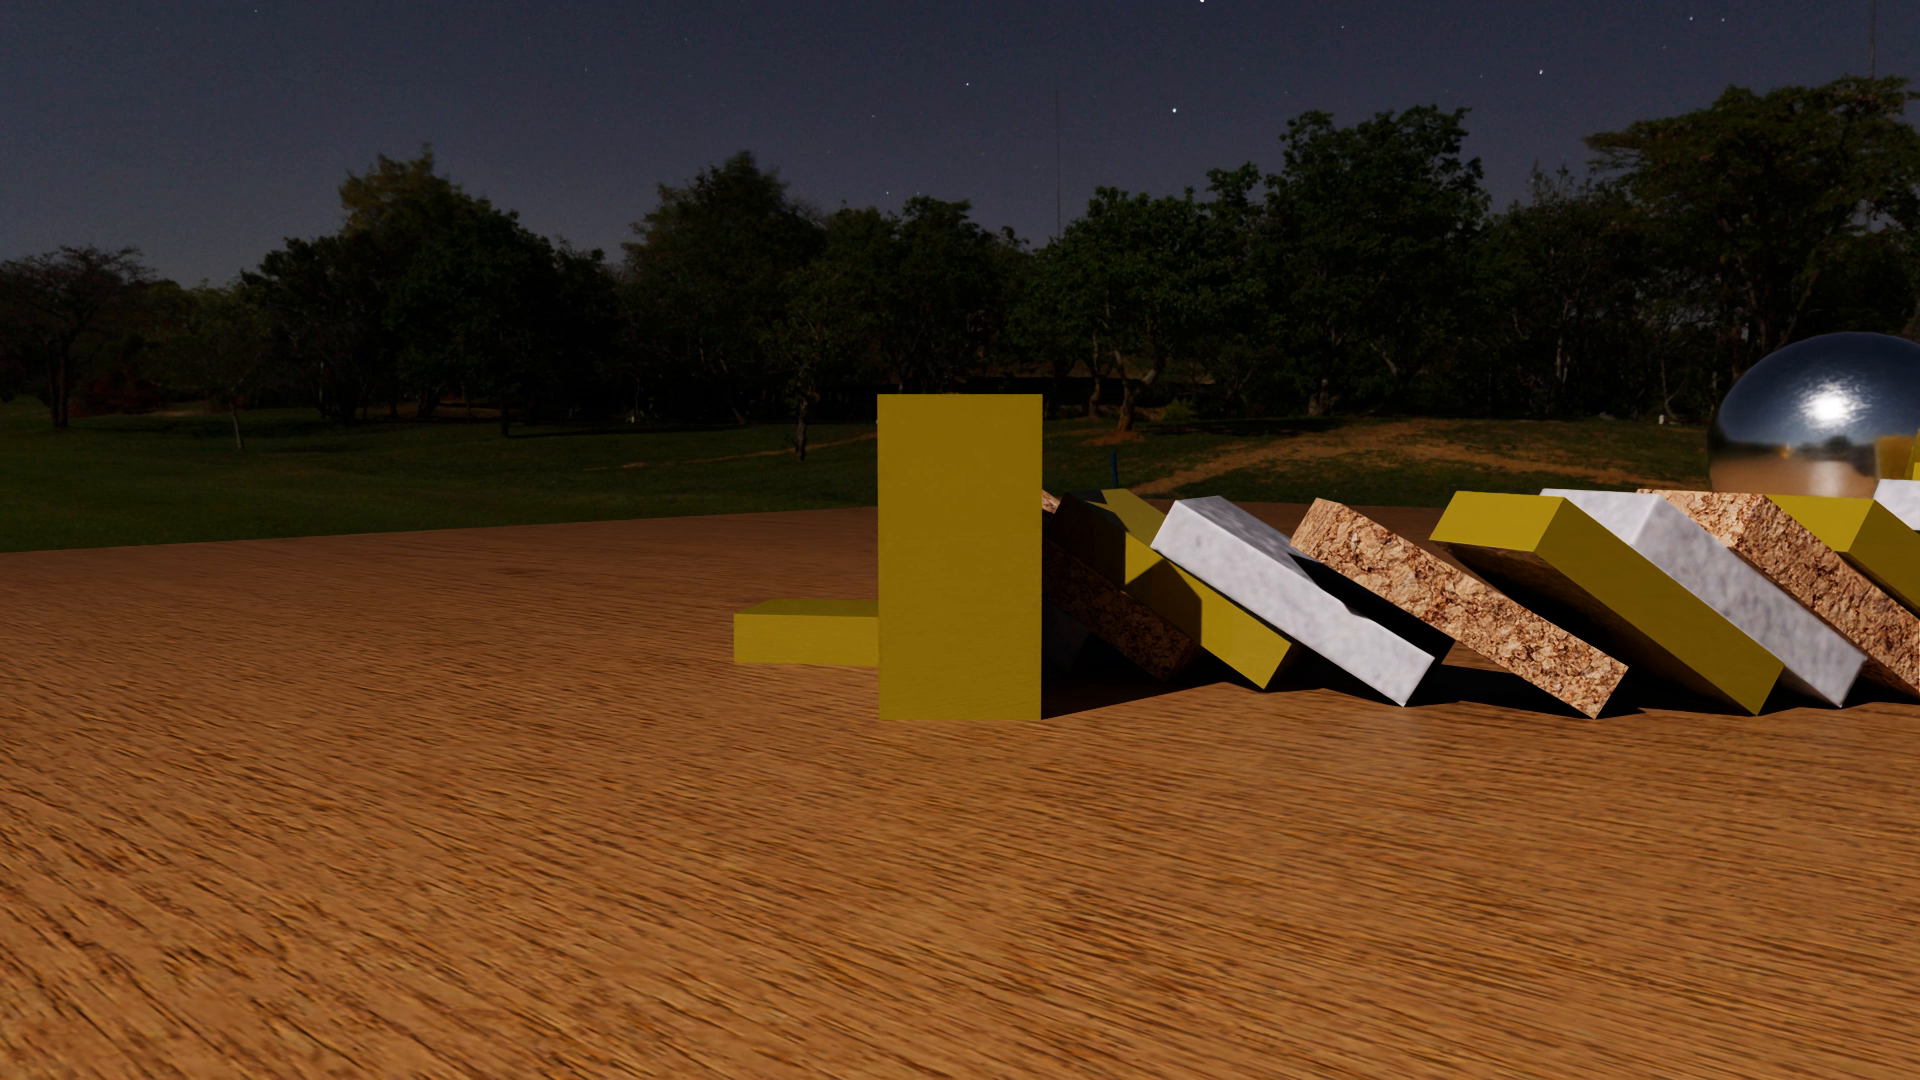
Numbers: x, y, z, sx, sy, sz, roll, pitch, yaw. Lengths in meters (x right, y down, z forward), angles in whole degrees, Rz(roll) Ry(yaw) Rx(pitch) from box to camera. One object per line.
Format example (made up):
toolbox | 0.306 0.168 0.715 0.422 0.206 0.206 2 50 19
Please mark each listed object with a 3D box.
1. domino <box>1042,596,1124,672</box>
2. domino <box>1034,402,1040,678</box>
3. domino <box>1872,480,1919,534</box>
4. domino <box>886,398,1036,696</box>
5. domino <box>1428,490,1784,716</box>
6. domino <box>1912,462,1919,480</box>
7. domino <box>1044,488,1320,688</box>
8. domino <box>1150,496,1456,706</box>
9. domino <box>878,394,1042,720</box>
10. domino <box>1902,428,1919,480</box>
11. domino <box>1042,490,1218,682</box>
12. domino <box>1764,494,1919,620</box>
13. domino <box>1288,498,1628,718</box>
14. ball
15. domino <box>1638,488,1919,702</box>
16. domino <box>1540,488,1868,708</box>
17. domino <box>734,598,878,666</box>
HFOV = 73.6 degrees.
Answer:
domino | 0.011 0.007 0.259 0.050 0.009 0.025 36 22 26
domino | 0.002 0.000 0.236 0.025 0.050 0.009 1 4 10
domino | 0.179 0.008 0.220 0.050 0.010 0.025 37 -15 -29
domino | 0.000 0.001 0.221 0.025 0.050 0.010 0 4 3
domino | 0.103 0.010 0.207 0.050 0.010 0.025 32 -5 -15
domino | 0.238 0.001 0.295 0.025 0.009 0.050 1 -34 44
domino | 0.043 0.008 0.239 0.050 0.010 0.025 36 22 26
domino | 0.061 0.009 0.227 0.050 0.010 0.025 34 19 23
domino | 0.000 0.002 0.201 0.025 0.050 0.010 0 4 0
domino | 0.299 -0.010 0.387 0.025 0.050 0.010 1 36 17
domino | 0.027 0.007 0.248 0.050 0.009 0.025 36 22 26
domino | 0.157 0.009 0.218 0.050 0.010 0.025 31 -4 -16
domino | 0.080 0.010 0.212 0.050 0.010 0.025 30 7 3
ball | 0.298 -0.030 0.433 0.080 0.080 0.080 0 4 0
domino | 0.138 0.009 0.215 0.050 0.010 0.025 32 -5 -15
domino | 0.120 0.009 0.212 0.050 0.010 0.025 32 -5 -15
domino | -0.017 0.018 0.258 0.050 0.009 0.025 1 4 10
